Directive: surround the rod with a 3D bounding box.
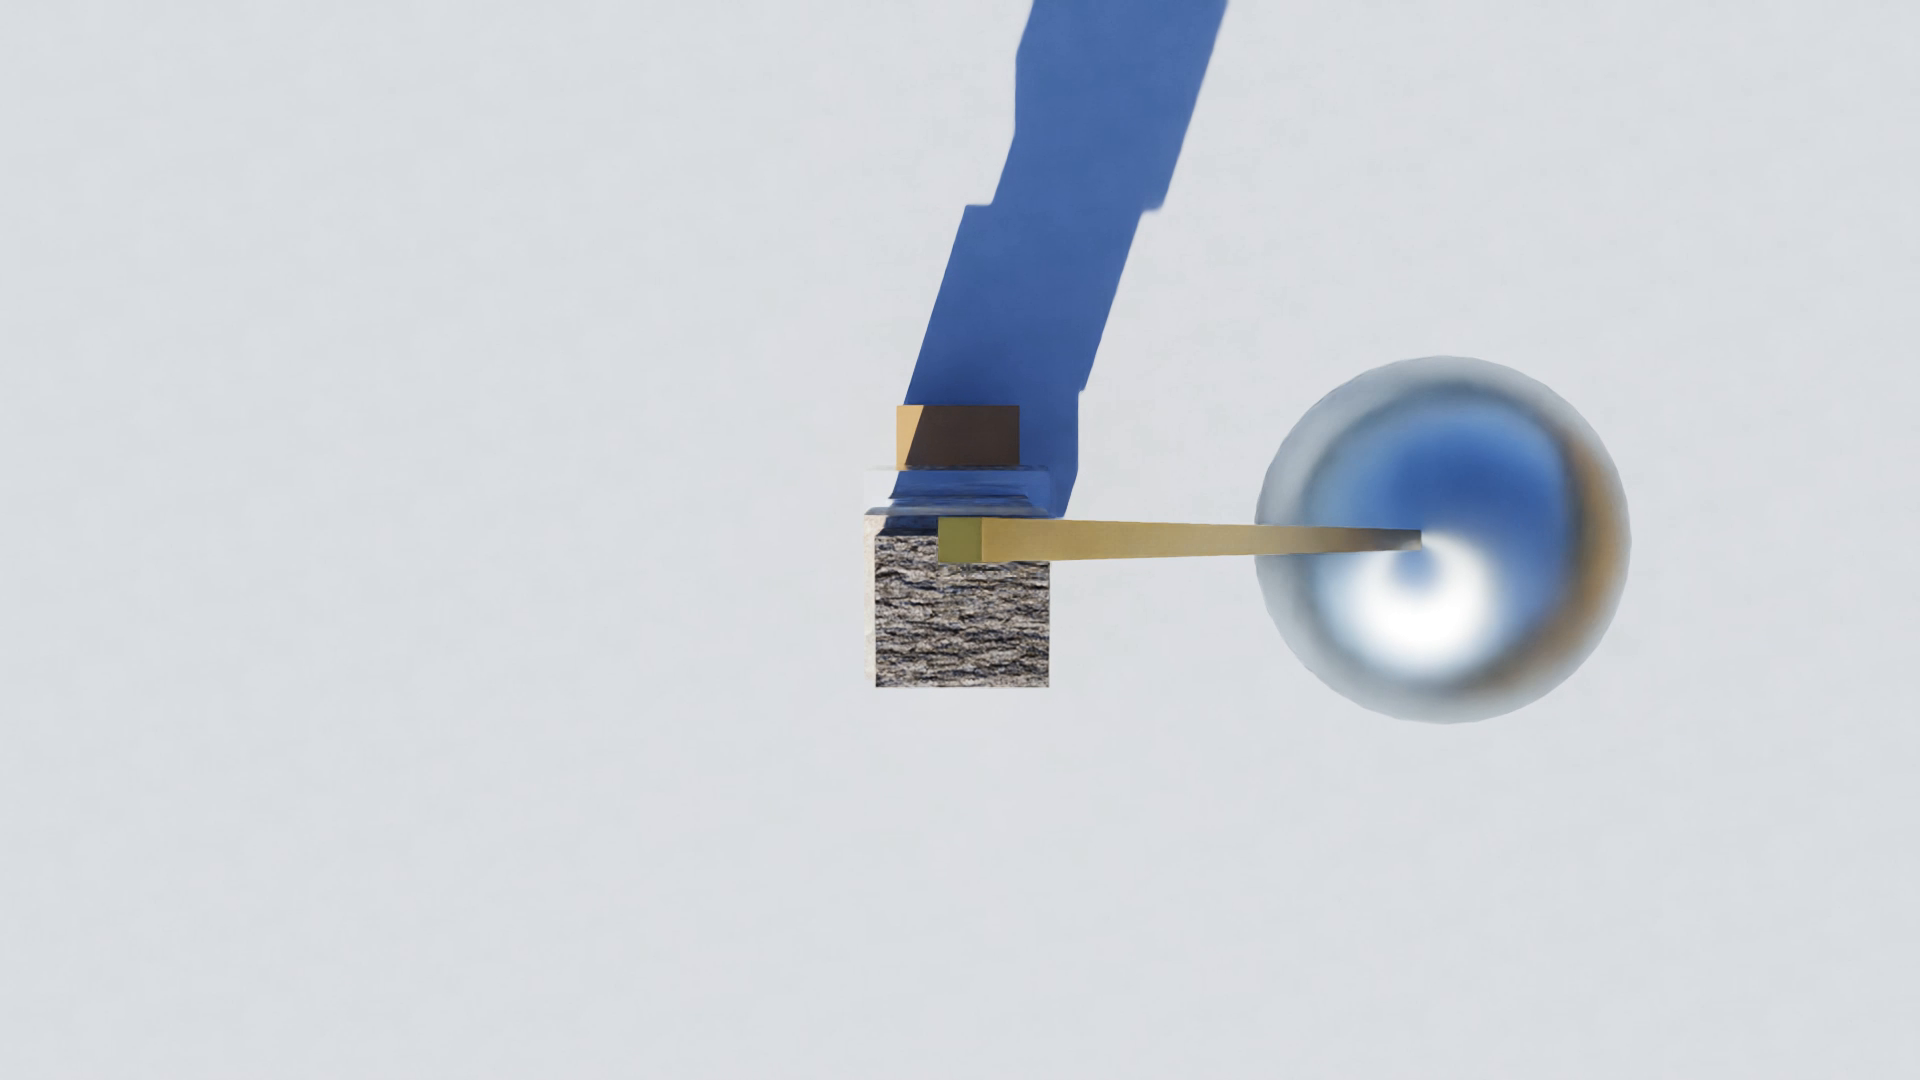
[{"bbox_3d":[0.899,0.000,6.332,0.080,5.200,0.080,0,90,20],"label":"rod"}]

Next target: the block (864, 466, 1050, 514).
[{"bbox_3d":[-0.010,0.072,10.935,0.883,0.956,0.862,0,93,0],"label":"block"}]

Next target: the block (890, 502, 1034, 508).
[{"bbox_3d":[0.010,0.157,9.468,0.619,0.665,0.606,0,94,0],"label":"block"}]

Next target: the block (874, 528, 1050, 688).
[{"bbox_3d":[0.012,0.239,8.129,0.619,0.641,0.540,0,93,1],"label":"block"}]

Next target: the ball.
[{"bbox_3d":[2.074,0.000,9.522,1.600,1.600,1.600,0,90,0],"label":"ball"}]

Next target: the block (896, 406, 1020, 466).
[{"bbox_3d":[-0.012,-0.394,12.596,0.683,0.805,0.708,0,90,0],"label":"block"}]

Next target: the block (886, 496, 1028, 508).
[{"bbox_3d":[-0.010,0.113,10.130,0.637,0.648,0.622,0,93,0],"label":"block"}]

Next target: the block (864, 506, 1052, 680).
[{"bbox_3d":[-0.010,0.200,8.795,0.719,0.679,0.635,0,94,0],"label":"block"}]
